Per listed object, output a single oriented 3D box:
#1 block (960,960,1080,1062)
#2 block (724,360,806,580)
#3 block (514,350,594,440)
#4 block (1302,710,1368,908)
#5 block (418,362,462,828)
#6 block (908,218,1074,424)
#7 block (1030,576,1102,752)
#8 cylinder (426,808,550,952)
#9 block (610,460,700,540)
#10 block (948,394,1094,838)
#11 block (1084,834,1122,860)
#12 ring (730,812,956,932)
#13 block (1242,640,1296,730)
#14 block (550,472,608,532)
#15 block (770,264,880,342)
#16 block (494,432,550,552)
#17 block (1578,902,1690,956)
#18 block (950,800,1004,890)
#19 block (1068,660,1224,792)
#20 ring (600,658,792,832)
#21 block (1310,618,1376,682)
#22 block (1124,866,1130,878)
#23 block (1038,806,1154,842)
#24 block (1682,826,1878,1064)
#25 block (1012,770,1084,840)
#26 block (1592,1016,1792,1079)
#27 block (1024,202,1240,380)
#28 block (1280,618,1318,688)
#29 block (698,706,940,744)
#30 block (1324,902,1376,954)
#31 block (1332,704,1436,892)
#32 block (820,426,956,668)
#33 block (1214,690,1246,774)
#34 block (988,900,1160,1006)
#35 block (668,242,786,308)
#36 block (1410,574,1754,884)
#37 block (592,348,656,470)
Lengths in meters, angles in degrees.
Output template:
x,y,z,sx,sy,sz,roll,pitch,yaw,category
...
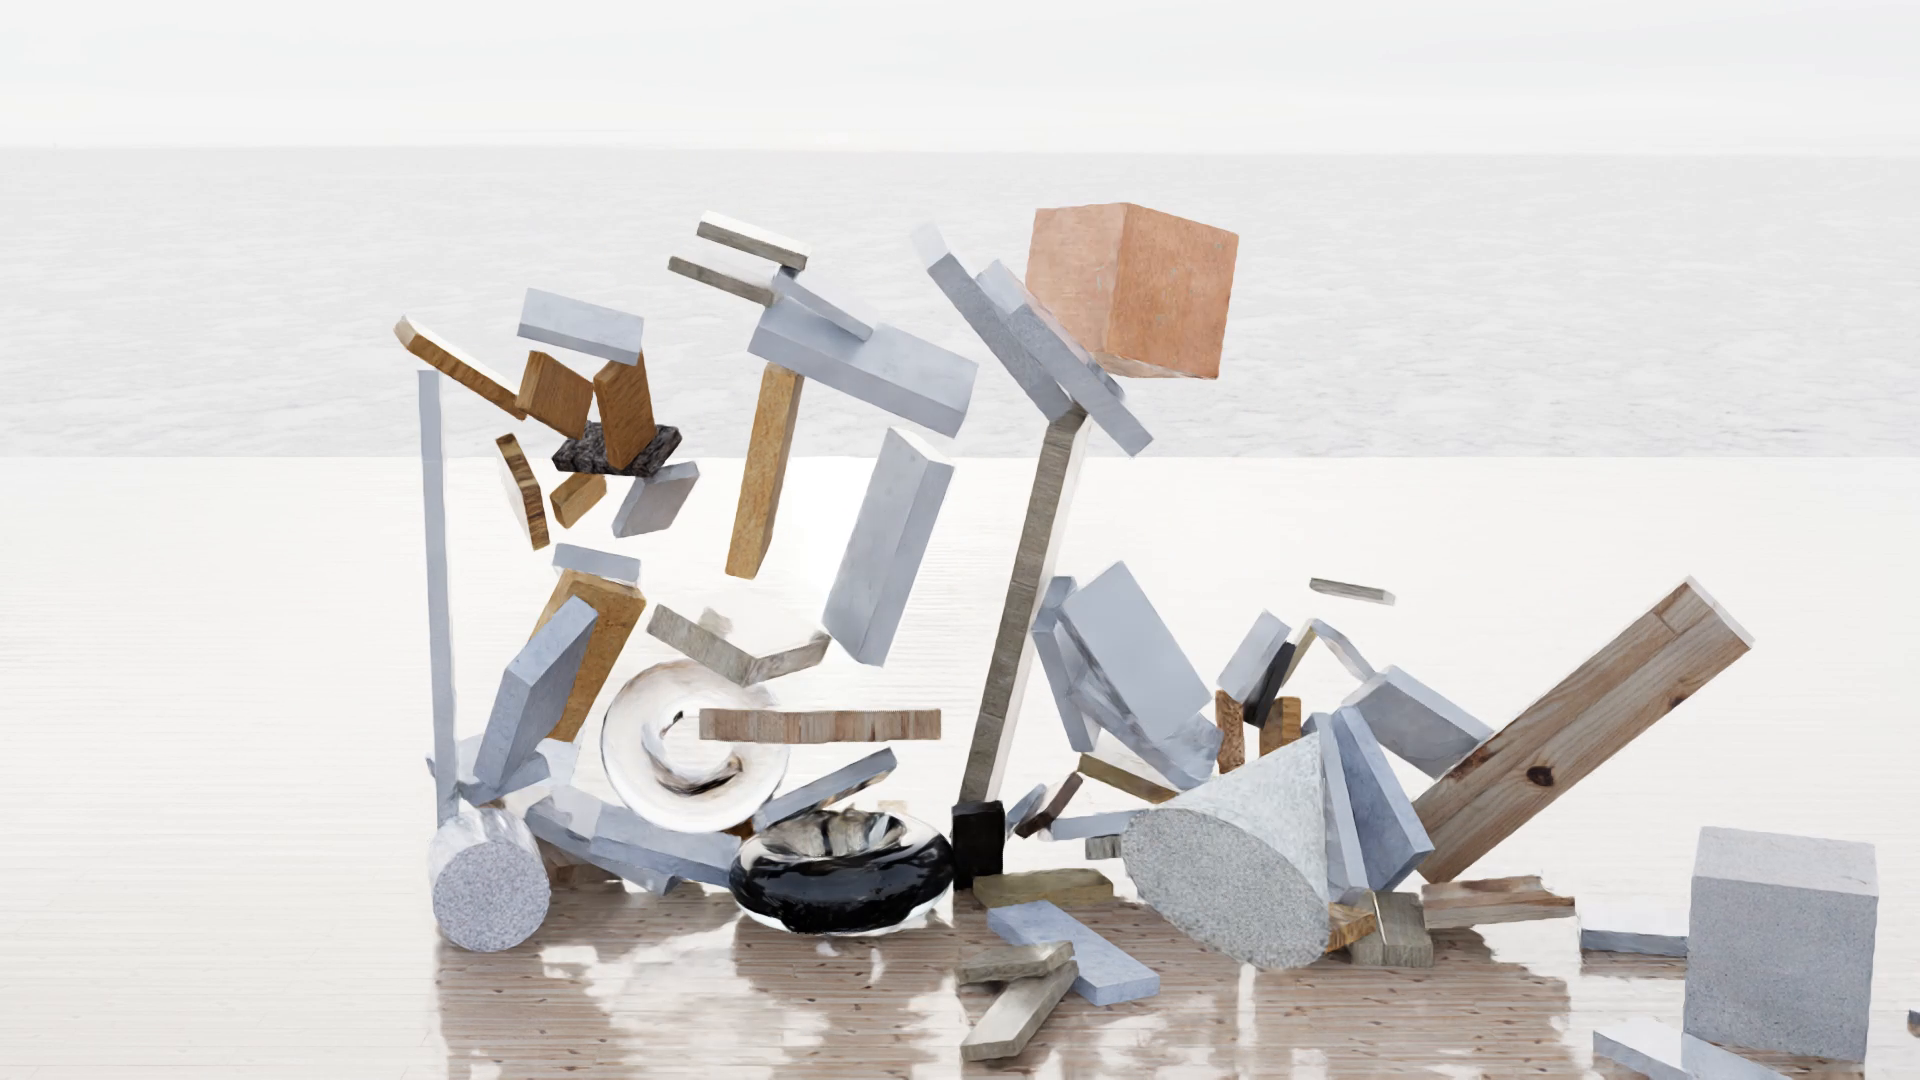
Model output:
x,y,z,sx,sy,sz,roll,pitch,yaw,category
0.088,0.665,3.121,0.081,0.023,0.288,-13,7,23,block
-0.311,-0.130,3.554,0.050,0.352,0.176,13,21,0,block
-0.650,-0.232,3.544,0.027,0.094,0.189,11,-9,18,block
0.592,0.451,3.575,0.033,0.117,0.341,11,46,-17,block
-0.846,0.156,3.591,0.032,0.881,0.113,-2,11,-10,block
0.048,-0.334,3.348,0.046,0.322,0.161,-37,27,8,block
0.188,0.206,3.640,0.039,0.272,0.136,-2,40,23,block
-0.748,0.535,3.477,0.179,0.179,0.179,-3,11,-16,cylinder
-0.516,-0.067,3.717,0.100,0.028,0.201,-12,-21,-29,block
0.100,0.140,3.608,0.046,0.786,0.161,18,28,9,block
0.348,0.503,3.653,0.255,0.036,0.127,-6,-6,21,block
-0.191,0.538,3.587,0.369,0.123,0.369,-3,10,1,ring
0.509,0.236,3.671,0.021,0.150,0.075,23,-1,-18,block
-0.665,-0.080,3.840,0.100,0.028,0.201,-44,-3,-13,block
-0.212,-0.382,3.472,0.176,0.025,0.088,30,24,-11,block
-0.739,-0.079,3.720,0.032,0.113,0.226,-24,-20,-16,block
1.157,0.614,3.418,0.374,0.032,0.114,2,12,13,block
0.029,0.507,3.647,0.086,0.172,0.024,-5,37,-6,block
0.308,0.289,3.615,0.039,0.272,0.136,-42,14,40,block
-0.444,0.342,3.700,0.322,0.322,0.107,-2,-30,-13,ring
0.647,0.193,3.658,0.065,0.018,0.185,35,-6,44,block
0.398,0.533,3.618,0.234,0.033,0.117,-3,-4,-10,block
0.267,0.478,3.728,0.255,0.036,0.127,-5,-6,-10,block
1.167,0.568,3.131,0.239,0.239,0.239,4,11,21,block
0.147,0.443,3.664,0.086,0.024,0.172,-51,1,-25,block
1.006,0.714,2.924,0.103,0.029,0.338,-6,12,-31,block
0.269,-0.400,3.566,0.237,0.237,0.237,9,-1,-35,block
0.565,0.190,3.704,0.018,0.131,0.065,34,-5,-1,block
-0.220,0.297,3.547,0.177,0.050,0.393,-1,-4,37,block
0.539,0.596,3.438,0.105,0.030,0.210,-16,10,-31,block
0.669,0.428,3.626,0.040,0.140,0.280,-5,55,-29,block
-0.121,0.010,3.574,0.050,0.352,0.176,13,14,-28,block
0.454,0.333,3.689,0.021,0.150,0.075,-9,19,-12,block
0.169,0.630,3.375,0.105,0.030,0.360,-5,12,-25,block
-0.362,-0.416,3.457,0.175,0.025,0.088,21,23,4,block
0.956,0.319,3.519,0.140,0.686,0.040,47,33,6,block
-0.537,-0.214,3.530,0.027,0.189,0.095,23,51,22,block
